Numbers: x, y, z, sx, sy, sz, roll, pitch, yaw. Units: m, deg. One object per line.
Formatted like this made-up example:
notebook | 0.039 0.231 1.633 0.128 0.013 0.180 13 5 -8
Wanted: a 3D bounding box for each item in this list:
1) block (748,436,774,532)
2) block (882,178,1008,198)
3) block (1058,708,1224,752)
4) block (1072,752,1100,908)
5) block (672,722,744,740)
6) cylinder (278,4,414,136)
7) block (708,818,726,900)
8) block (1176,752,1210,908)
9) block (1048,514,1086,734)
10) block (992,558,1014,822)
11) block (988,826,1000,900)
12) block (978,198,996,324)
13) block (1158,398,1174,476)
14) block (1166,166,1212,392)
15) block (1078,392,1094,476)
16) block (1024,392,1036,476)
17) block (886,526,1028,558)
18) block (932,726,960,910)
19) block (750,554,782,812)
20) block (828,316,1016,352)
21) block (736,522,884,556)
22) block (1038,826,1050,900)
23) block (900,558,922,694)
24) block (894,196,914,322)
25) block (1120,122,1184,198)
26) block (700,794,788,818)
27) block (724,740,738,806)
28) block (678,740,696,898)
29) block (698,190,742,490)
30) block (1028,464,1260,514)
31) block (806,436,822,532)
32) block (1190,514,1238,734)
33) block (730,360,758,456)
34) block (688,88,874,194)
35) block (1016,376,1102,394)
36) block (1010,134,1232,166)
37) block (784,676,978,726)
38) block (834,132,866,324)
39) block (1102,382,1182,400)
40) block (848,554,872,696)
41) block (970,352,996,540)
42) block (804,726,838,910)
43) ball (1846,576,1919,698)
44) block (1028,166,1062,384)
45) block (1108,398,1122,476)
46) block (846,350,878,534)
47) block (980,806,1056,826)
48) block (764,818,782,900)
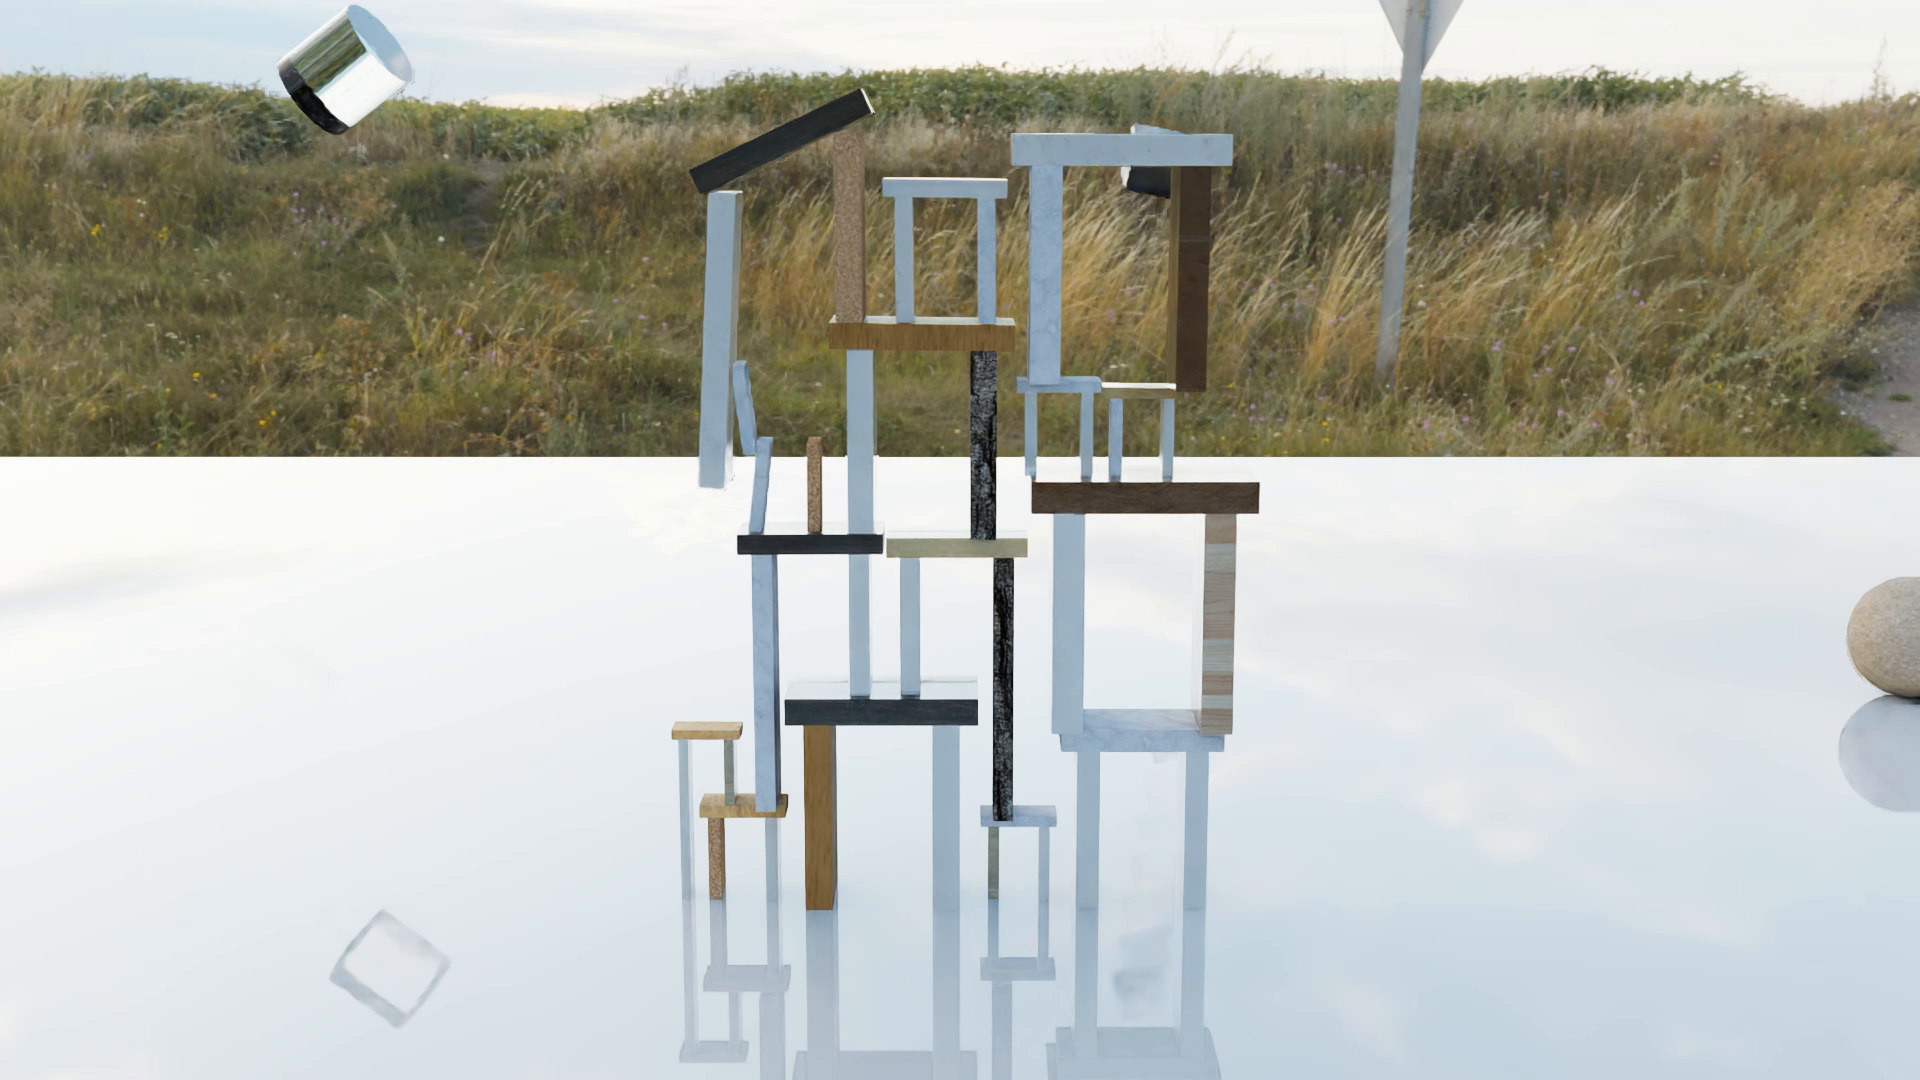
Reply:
block | -0.321 -0.091 3.541 0.020 0.143 0.072 6 10 -2
block | -0.023 -0.554 3.458 0.194 0.028 0.097 1 10 0
block | 0.296 0.313 3.616 0.264 0.037 0.132 0 11 0
block | 0.208 0.460 3.645 0.037 0.264 0.132 0 11 0
block | -0.416 0.314 3.619 0.112 0.016 0.056 0 11 0
cylinder | -1.852 -1.417 6.634 0.279 0.279 0.279 -34 4 13
block | -0.405 0.520 3.661 0.020 0.141 0.071 0 11 0
block | 0.384 0.460 3.645 0.037 0.264 0.132 0 11 0
block | 0.173 0.119 3.577 0.051 0.358 0.179 0 11 0
block | 0.070 0.233 3.605 0.032 0.439 0.113 0 11 0
block | 0.055 0.528 3.661 0.018 0.125 0.063 0 11 0
block | 0.042 -0.443 3.477 0.028 0.194 0.097 0 11 0
block | 0.332 -0.169 3.528 0.017 0.123 0.062 0 11 0
block | 0.361 -0.418 3.483 0.048 0.348 0.168 0 11 0
block | 0.202 -0.173 3.525 0.019 0.133 0.067 0 11 0
block | 0.113 -0.173 3.526 0.019 0.133 0.067 0 11 0
block | -0.005 0.002 3.562 0.226 0.032 0.113 0 11 0
block | -0.022 0.437 3.638 0.044 0.311 0.156 0 11 0
block | -0.316 0.223 3.596 0.033 0.426 0.116 0 11 0
block | -0.059 -0.329 3.500 0.291 0.041 0.145 1 10 0
block | -0.239 -0.003 3.554 0.232 0.033 0.116 0 11 0
block | 0.139 0.528 3.661 0.018 0.125 0.063 0 11 0
block | -0.080 0.129 3.586 0.032 0.226 0.113 0 11 0
block | -0.087 -0.445 3.477 0.028 0.194 0.097 0 10 0
block | 0.519 -1.012 5.873 0.140 0.140 0.140 10 29 -7
block | -0.358 0.440 3.646 0.141 0.020 0.071 0 11 0
block | -0.378 0.376 3.631 0.016 0.112 0.056 0 11 0
block | -0.453 0.455 3.646 0.016 0.273 0.056 0 11 0
block | -0.381 -0.321 3.497 0.041 0.461 0.146 3 10 -2
block | 0.292 -0.082 3.539 0.358 0.051 0.179 0 11 0
block | -0.234 -0.091 3.541 0.020 0.143 0.072 0 11 0
block | 0.411 0.119 3.574 0.051 0.358 0.179 0 11 1
block | -0.344 -0.212 3.518 0.020 0.143 0.072 -7 11 0
block | -0.276 -0.624 3.442 0.292 0.041 0.146 -25 9 4
block | 0.157 -0.248 3.512 0.133 0.019 0.067 0 11 0
block | 0.249 -0.612 3.447 0.337 0.048 0.168 0 11 0
block | -0.126 0.263 3.606 0.311 0.044 0.156 0 11 0
block | -0.173 -0.495 3.468 0.041 0.292 0.146 0 10 0
block | 0.290 -0.238 3.514 0.123 0.017 0.062 1 11 0
block | -0.161 0.127 3.579 0.033 0.232 0.116 0 11 0
block | 0.037 -0.160 3.533 0.041 0.298 0.145 0 11 0
block | -0.230 0.437 3.638 0.044 0.311 0.156 0 11 0
ball | 2.136 0.217 4.934 0.272 0.272 0.272 0 11 0
block | 0.134 -0.423 3.482 0.048 0.337 0.168 0 11 0
block | 0.249 -0.169 3.527 0.017 0.123 0.062 0 11 0
block | -0.157 -0.166 3.532 0.041 0.291 0.145 0 11 0
block | 0.097 0.458 3.648 0.125 0.018 0.063 0 11 0
block | -0.310 0.520 3.661 0.020 0.141 0.071 0 11 0
